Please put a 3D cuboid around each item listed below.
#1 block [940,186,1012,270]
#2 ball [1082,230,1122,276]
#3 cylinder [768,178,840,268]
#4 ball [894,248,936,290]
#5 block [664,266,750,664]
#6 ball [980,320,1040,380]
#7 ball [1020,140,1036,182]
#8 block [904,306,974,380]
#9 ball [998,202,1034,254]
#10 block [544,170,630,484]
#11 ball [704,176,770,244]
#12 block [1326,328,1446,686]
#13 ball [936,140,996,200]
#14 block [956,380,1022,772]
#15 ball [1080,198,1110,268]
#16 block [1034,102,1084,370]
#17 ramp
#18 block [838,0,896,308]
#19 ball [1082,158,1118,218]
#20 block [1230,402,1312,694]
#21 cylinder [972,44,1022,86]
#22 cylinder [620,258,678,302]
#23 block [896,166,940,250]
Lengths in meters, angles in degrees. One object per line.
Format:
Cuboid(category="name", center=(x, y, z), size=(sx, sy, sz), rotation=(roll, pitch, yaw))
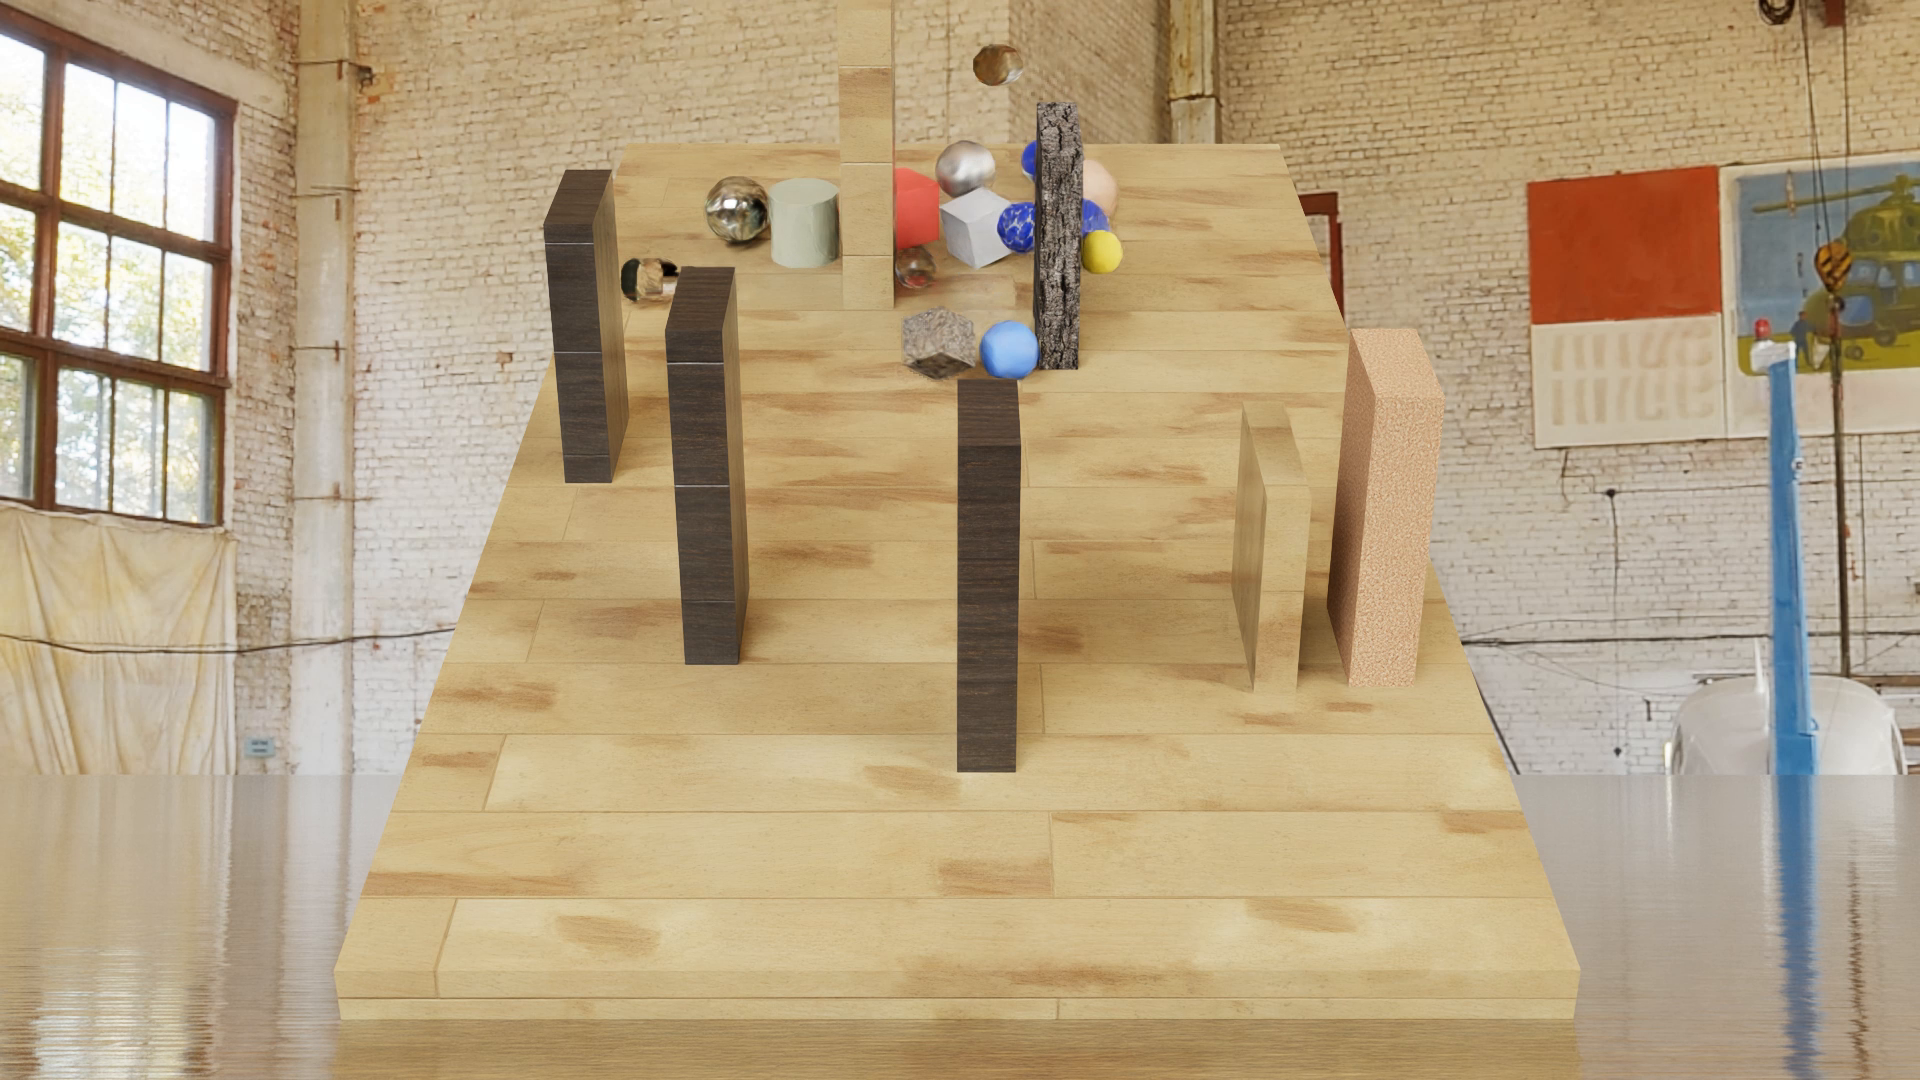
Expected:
Cuboid(category="block", center=(0.053, -0.846, 6.488), size=(0.143, 0.143, 0.143), rotation=(-28, 38, -21))
Cuboid(category="ball", center=(0.360, -0.737, 6.145), size=(0.115, 0.115, 0.115), rotation=(0, -5, 0))
Cuboid(category="cylinder", center=(-0.421, -0.858, 6.485), size=(0.187, 0.187, 0.187), rotation=(0, 30, 0))
Cuboid(category="ball", center=(-0.117, -0.716, 6.309), size=(0.110, 0.110, 0.110), rotation=(0, -5, 0))
Cuboid(category="block", center=(-0.483, -0.140, 4.624), size=(0.103, 0.707, 0.305), rotation=(0, 29, 0))
Cuboid(category="ball", center=(0.120, -0.458, 5.802), size=(0.145, 0.145, 0.145), rotation=(0, -5, 0))
Cuboid(category="ball", center=(0.246, -1.109, 7.012), size=(0.135, 0.135, 0.135), rotation=(0, -5, 0))
Cuboid(category="block", center=(-0.050, -0.464, 5.657), size=(0.118, 0.118, 0.118), rotation=(-17, -25, 37))
Cuboid(category="ball", center=(0.165, -0.813, 6.225), size=(0.135, 0.135, 0.135), rotation=(0, -5, 0))
Cuboid(category="block", center=(-0.828, -0.477, 5.339), size=(0.104, 0.613, 0.339), rotation=(0, 29, 0))
Cuboid(category="ball", center=(-0.612, -0.909, 6.582), size=(0.184, 0.184, 0.184), rotation=(0, -5, 0))
Cuboid(category="block", center=(0.809, -0.061, 4.585), size=(0.125, 0.612, 0.309), rotation=(0, 29, 0))
Cuboid(category="ball", center=(0.016, -1.020, 6.617), size=(0.168, 0.168, 0.168), rotation=(0, -5, 0))
Cuboid(category="block", center=(0.048, 0.068, 4.295), size=(0.106, 0.659, 0.269), rotation=(0, 29, 0))
Cuboid(category="ball", center=(0.309, -0.825, 6.428), size=(0.193, 0.193, 0.193), rotation=(0, -5, 0))
Cuboid(category="block", center=(0.241, -0.755, 5.925), size=(0.098, 0.550, 0.399), rotation=(0, 29, 0))
Cuboid(category="ramp", center=(-0.012, -0.220, 5.619), size=(2.000, 0.100, 4.000), rotation=(0, 29, 0))
Cuboid(category="block", center=(-0.236, -1.040, 6.198), size=(0.131, 0.787, 0.394), rotation=(0, 29, 0))
Cuboid(category="ball", center=(0.340, -0.963, 6.674), size=(0.201, 0.201, 0.201), rotation=(0, -5, 0))
Cuboid(category="block", center=(0.601, 0.009, 4.655), size=(0.081, 0.420, 0.416), rotation=(0, 29, 0))
Cuboid(category="cylinder", center=(0.107, -1.347, 6.793), size=(0.114, 0.114, 0.114), rotation=(-2, 11, 18))
Cuboid(category="cylinder", center=(-0.802, -0.672, 6.188), size=(0.108, 0.108, 0.108), rotation=(-5, 1, 43))
Cuboid(category="block", center=(-0.171, -0.915, 6.621), size=(0.165, 0.165, 0.165), rotation=(-19, 34, -31))
